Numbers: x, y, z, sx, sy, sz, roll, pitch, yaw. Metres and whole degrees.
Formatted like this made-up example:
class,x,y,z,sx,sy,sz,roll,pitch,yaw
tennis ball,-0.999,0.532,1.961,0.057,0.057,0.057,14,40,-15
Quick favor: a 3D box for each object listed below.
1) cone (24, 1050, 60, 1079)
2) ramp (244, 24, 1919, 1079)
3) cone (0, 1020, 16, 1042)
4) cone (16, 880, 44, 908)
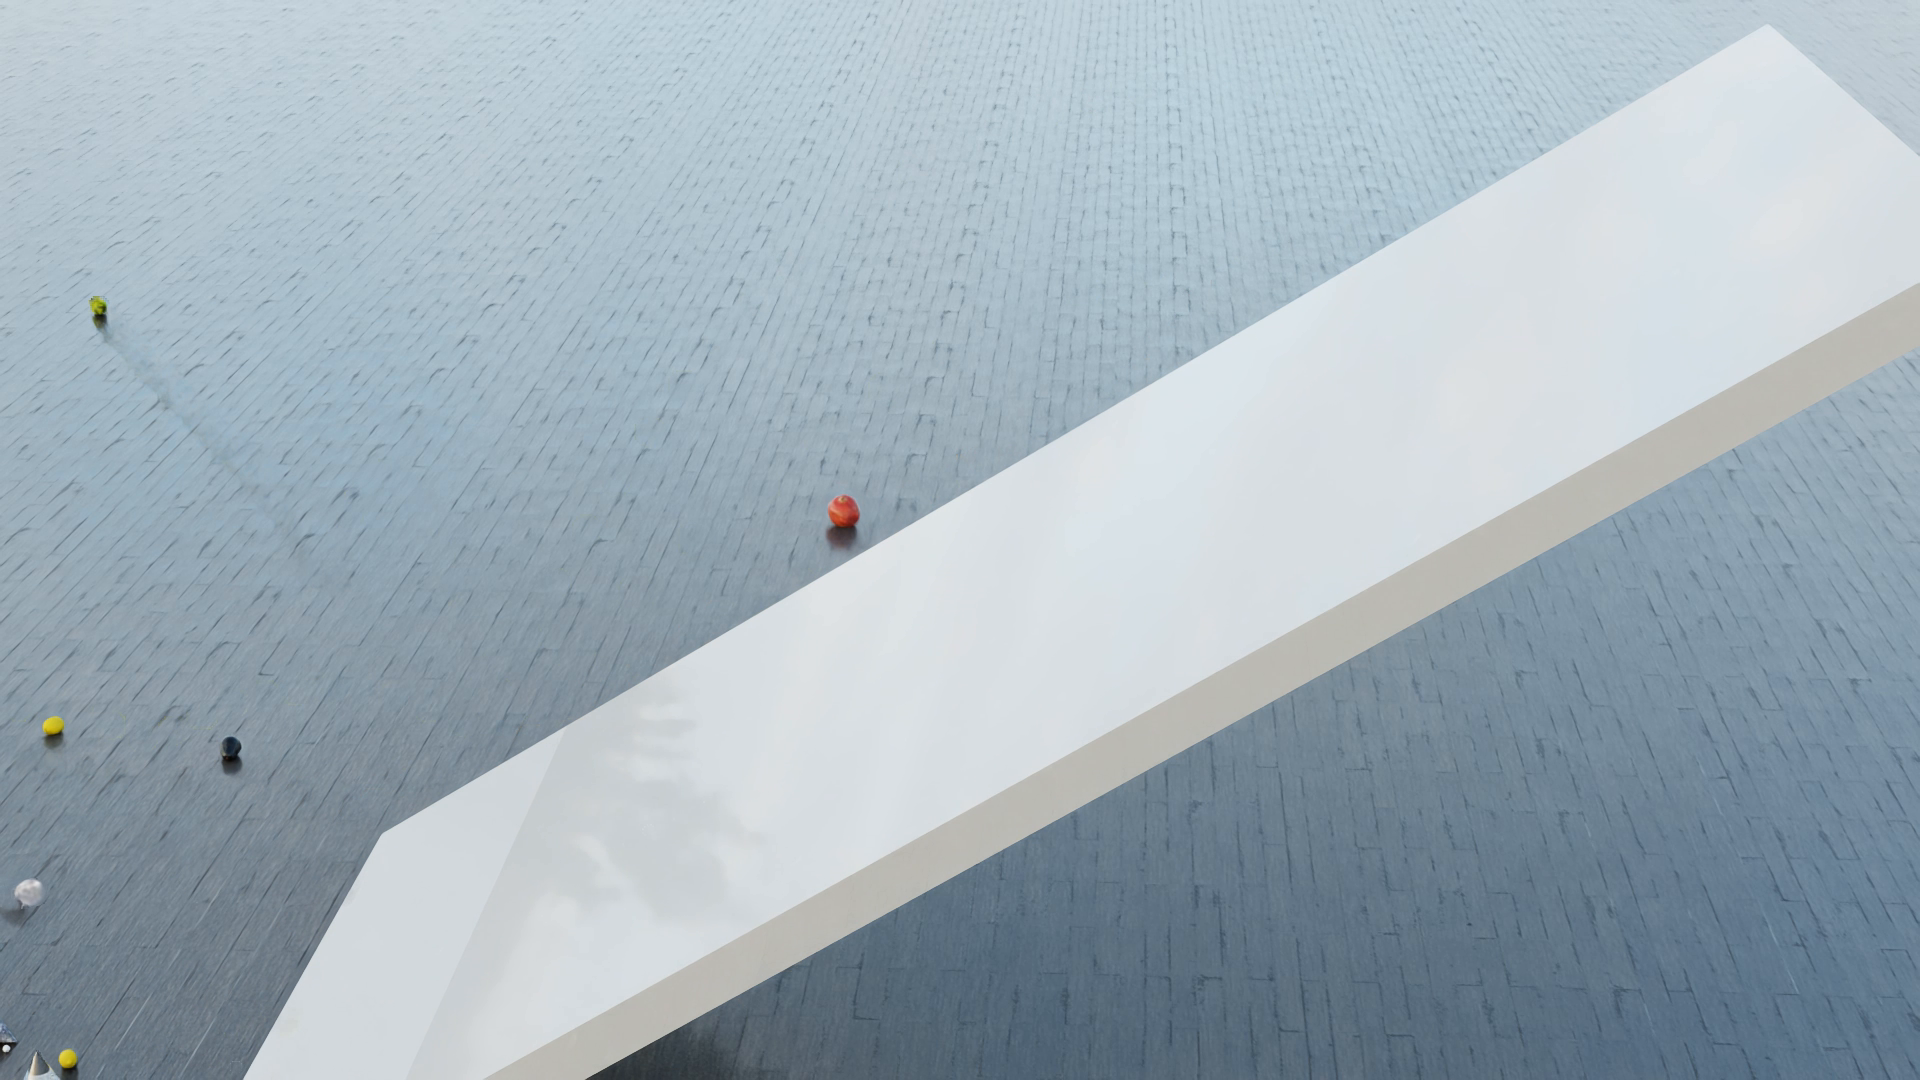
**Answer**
class,x,y,z,sx,sy,sz,roll,pitch,yaw
cone,-2.077,1.189,6.631,0.088,0.088,0.088,0,20,0
ramp,0.140,0.170,6.292,4.000,0.100,2.000,-30,15,13
cone,-2.211,1.153,6.821,0.061,0.061,0.061,27,21,-2
cone,-2.377,0.905,7.500,0.071,0.071,0.071,-11,-4,-27
